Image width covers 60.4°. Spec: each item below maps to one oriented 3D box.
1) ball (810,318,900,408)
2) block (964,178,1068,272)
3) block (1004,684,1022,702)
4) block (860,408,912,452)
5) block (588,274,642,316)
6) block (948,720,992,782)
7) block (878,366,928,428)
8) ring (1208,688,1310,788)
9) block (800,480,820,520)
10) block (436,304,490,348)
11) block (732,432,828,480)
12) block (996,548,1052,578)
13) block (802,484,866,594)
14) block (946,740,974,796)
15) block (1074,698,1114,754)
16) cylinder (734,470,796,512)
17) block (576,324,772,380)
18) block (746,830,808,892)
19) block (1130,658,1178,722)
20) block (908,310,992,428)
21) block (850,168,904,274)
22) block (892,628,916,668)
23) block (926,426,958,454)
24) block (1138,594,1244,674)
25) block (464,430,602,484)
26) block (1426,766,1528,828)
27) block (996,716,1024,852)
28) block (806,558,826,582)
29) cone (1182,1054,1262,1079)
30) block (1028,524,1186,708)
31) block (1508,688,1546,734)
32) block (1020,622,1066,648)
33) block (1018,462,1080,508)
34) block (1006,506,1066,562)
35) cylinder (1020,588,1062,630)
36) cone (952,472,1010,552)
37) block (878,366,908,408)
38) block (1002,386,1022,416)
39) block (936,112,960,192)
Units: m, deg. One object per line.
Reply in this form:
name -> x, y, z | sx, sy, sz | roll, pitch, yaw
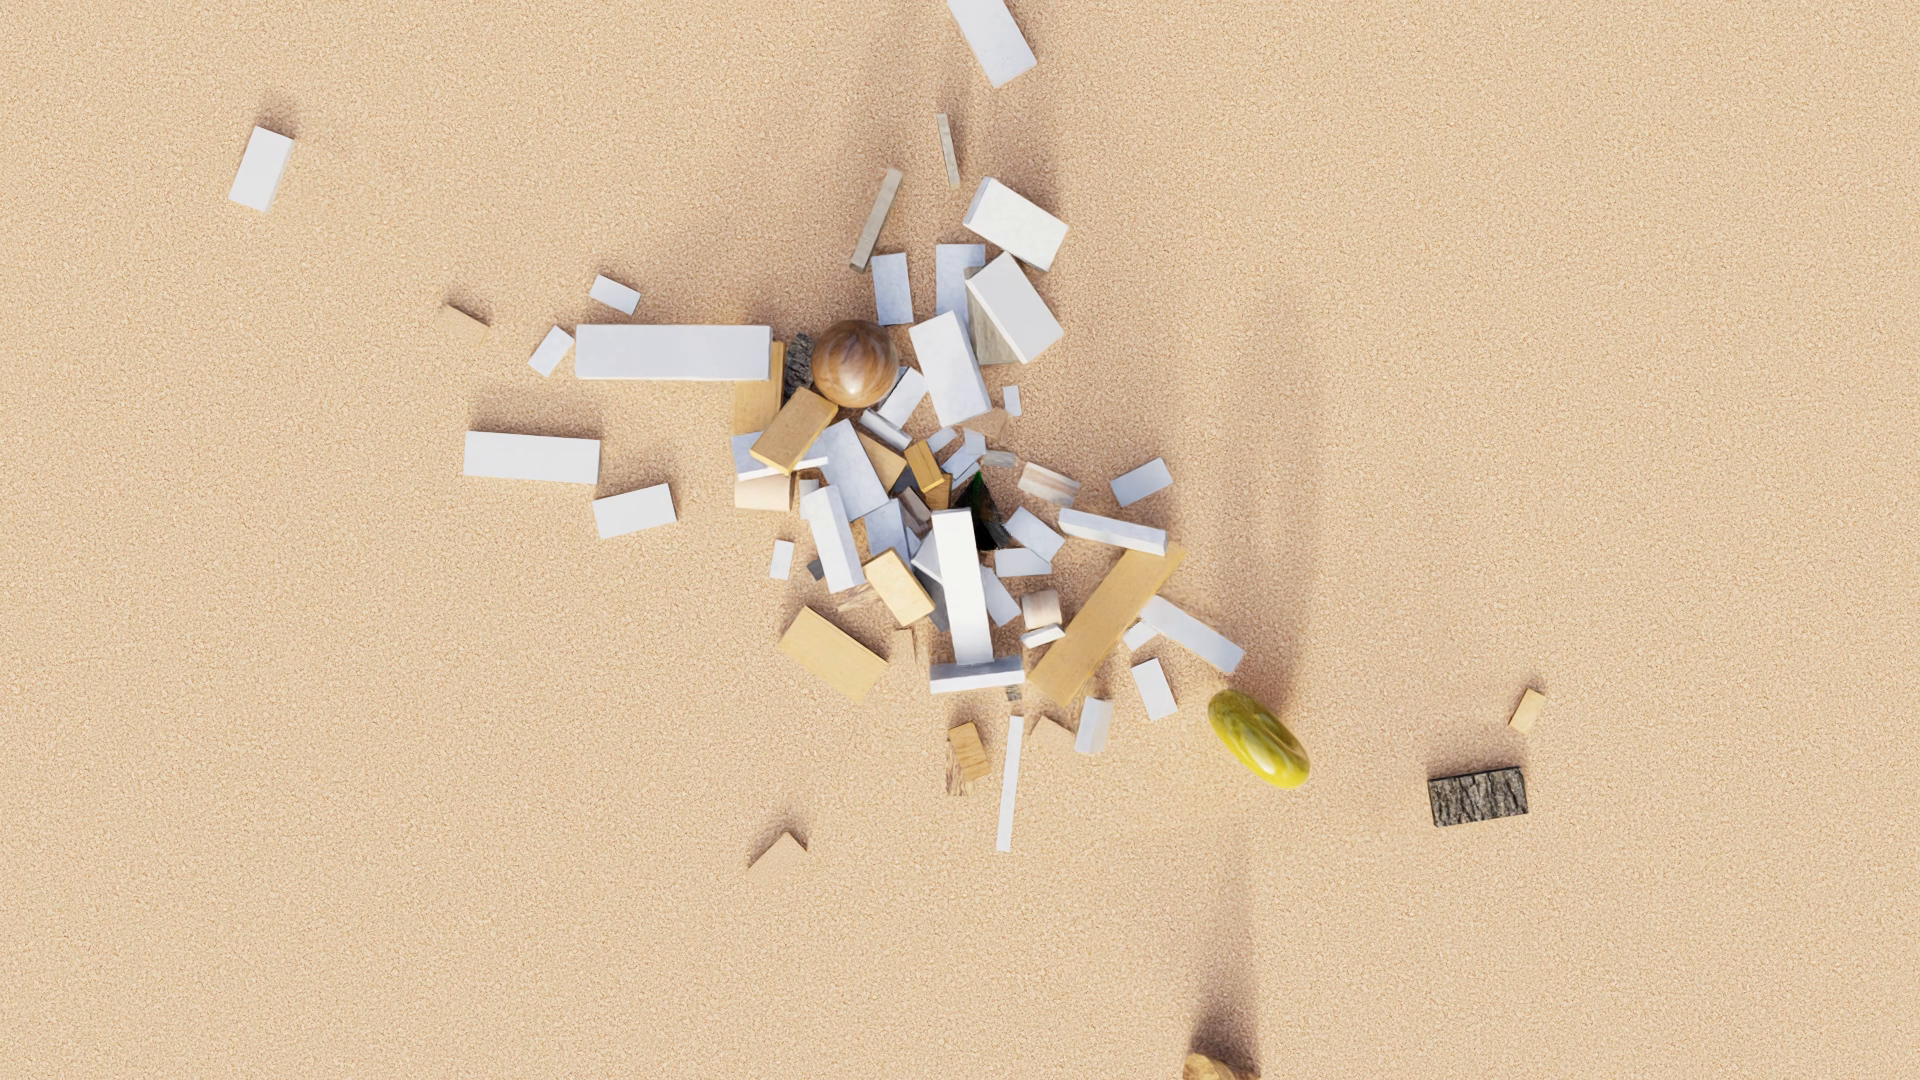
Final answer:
ball -> -0.340, -0.573, 5.355 | 0.290, 0.290, 0.290 | 0, 90, 0
block -> 0.185, -1.030, 5.395 | 0.334, 0.047, 0.167 | 25, 90, -30
block -> 0.173, 0.490, 5.494 | 0.045, 0.013, 0.091 | -13, 90, 0
block -> -0.247, -0.365, 5.470 | 0.180, 0.065, 0.018 | 35, 47, 0
block -> -1.146, -0.814, 5.489 | 0.158, 0.022, 0.079 | 25, 90, 0
block -> 0.032, 0.699, 5.461 | 0.091, 0.026, 0.182 | -20, 90, 0
block -> -0.184, -0.471, 5.456 | 0.093, 0.026, 0.186 | 37, 80, -17
ring -> 0.962, 0.637, 5.311 | 0.396, 0.396, 0.132 | 41, 103, 0
block -> -0.500, -0.136, 5.491 | 0.065, 0.018, 0.131 | -2, 90, 0
block -> -1.655, -0.711, 5.489 | 0.158, 0.022, 0.079 | 28, 90, 0
block -> -0.585, -0.290, 5.343 | 0.291, 0.041, 0.145 | -11, 61, -7
block -> 0.210, 0.073, 5.487 | 0.182, 0.026, 0.091 | -4, 90, 0
block -> -0.413, -0.002, 5.394 | 0.047, 0.167, 0.334 | -16, 88, -33
block -> 0.000, 0.760, 5.487 | 0.091, 0.026, 0.182 | 1, 90, 0
block -> 0.433, 0.591, 5.295 | 0.047, 0.402, 0.167 | 12, 87, 12
cylinder -> -0.638, -0.185, 5.412 | 0.176, 0.176, 0.176 | 4, 90, 0
block -> -0.943, -0.618, 5.434 | 0.650, 0.049, 0.173 | 1, 88, 7
block -> -0.610, 1.068, 5.487 | 0.190, 0.027, 0.095 | -44, 90, 0
block -> 0.646, 0.497, 5.487 | 0.095, 0.027, 0.190 | -22, 90, 0
block -> -0.032, -0.561, 5.419 | 0.173, 0.049, 0.346 | -20, 88, 24
block -> -0.274, -1.044, 5.415 | 0.047, 0.167, 0.334 | 23, 90, -4
block -> -0.185, 0.362, 5.491 | 0.063, 0.018, 0.125 | -7, 90, 0
block -> -0.063, -0.337, 5.493 | 0.101, 0.014, 0.050 | -37, 90, 0
block -> 0.756, 0.303, 5.461 | 0.378, 0.026, 0.091 | 32, 88, 3
block -> -1.418, -0.273, 5.479 | 0.443, 0.041, 0.145 | 4, 90, 0
block -> 1.719, 0.853, 5.478 | 0.307, 0.043, 0.153 | -9, 90, 0
block -> 0.166, 0.811, 5.494 | 0.045, 0.013, 0.451 | 6, 90, 0
block -> -0.442, 0.076, 5.491 | 0.125, 0.018, 0.063 | -35, 90, 0
cone -> 0.902, 1.794, 5.447 | 0.237, 0.237, 0.237 | -4, 90, -27
block -> 0.485, 0.251, 5.453 | 0.153, 0.043, 0.652 | 38, 90, 20
block -> 1.887, 0.570, 5.491 | 0.067, 0.019, 0.140 | 28, 90, 0
block -> 0.274, 0.315, 5.447 | 0.134, 0.067, 0.019 | -22, 53, 20
block -> 0.295, -0.181, 5.487 | 0.190, 0.027, 0.095 | 23, 90, 0
block -> 0.246, -0.018, 5.468 | 0.190, 0.027, 0.095 | 37, 82, 7
cylinder -> 0.266, 0.228, 5.440 | 0.120, 0.120, 0.120 | -9, 90, 0
cone -> 0.052, -0.125, 5.446 | 0.242, 0.242, 0.242 | 5, 63, 0
block -> -0.220, -0.486, 5.487 | 0.093, 0.026, 0.186 | 7, 90, 0
block -> 0.174, -0.462, 5.493 | 0.050, 0.014, 0.101 | -8, 90, 0
block -> -0.038, -1.279, 5.442 | 0.033, 0.115, 0.230 | -11, 90, 0
